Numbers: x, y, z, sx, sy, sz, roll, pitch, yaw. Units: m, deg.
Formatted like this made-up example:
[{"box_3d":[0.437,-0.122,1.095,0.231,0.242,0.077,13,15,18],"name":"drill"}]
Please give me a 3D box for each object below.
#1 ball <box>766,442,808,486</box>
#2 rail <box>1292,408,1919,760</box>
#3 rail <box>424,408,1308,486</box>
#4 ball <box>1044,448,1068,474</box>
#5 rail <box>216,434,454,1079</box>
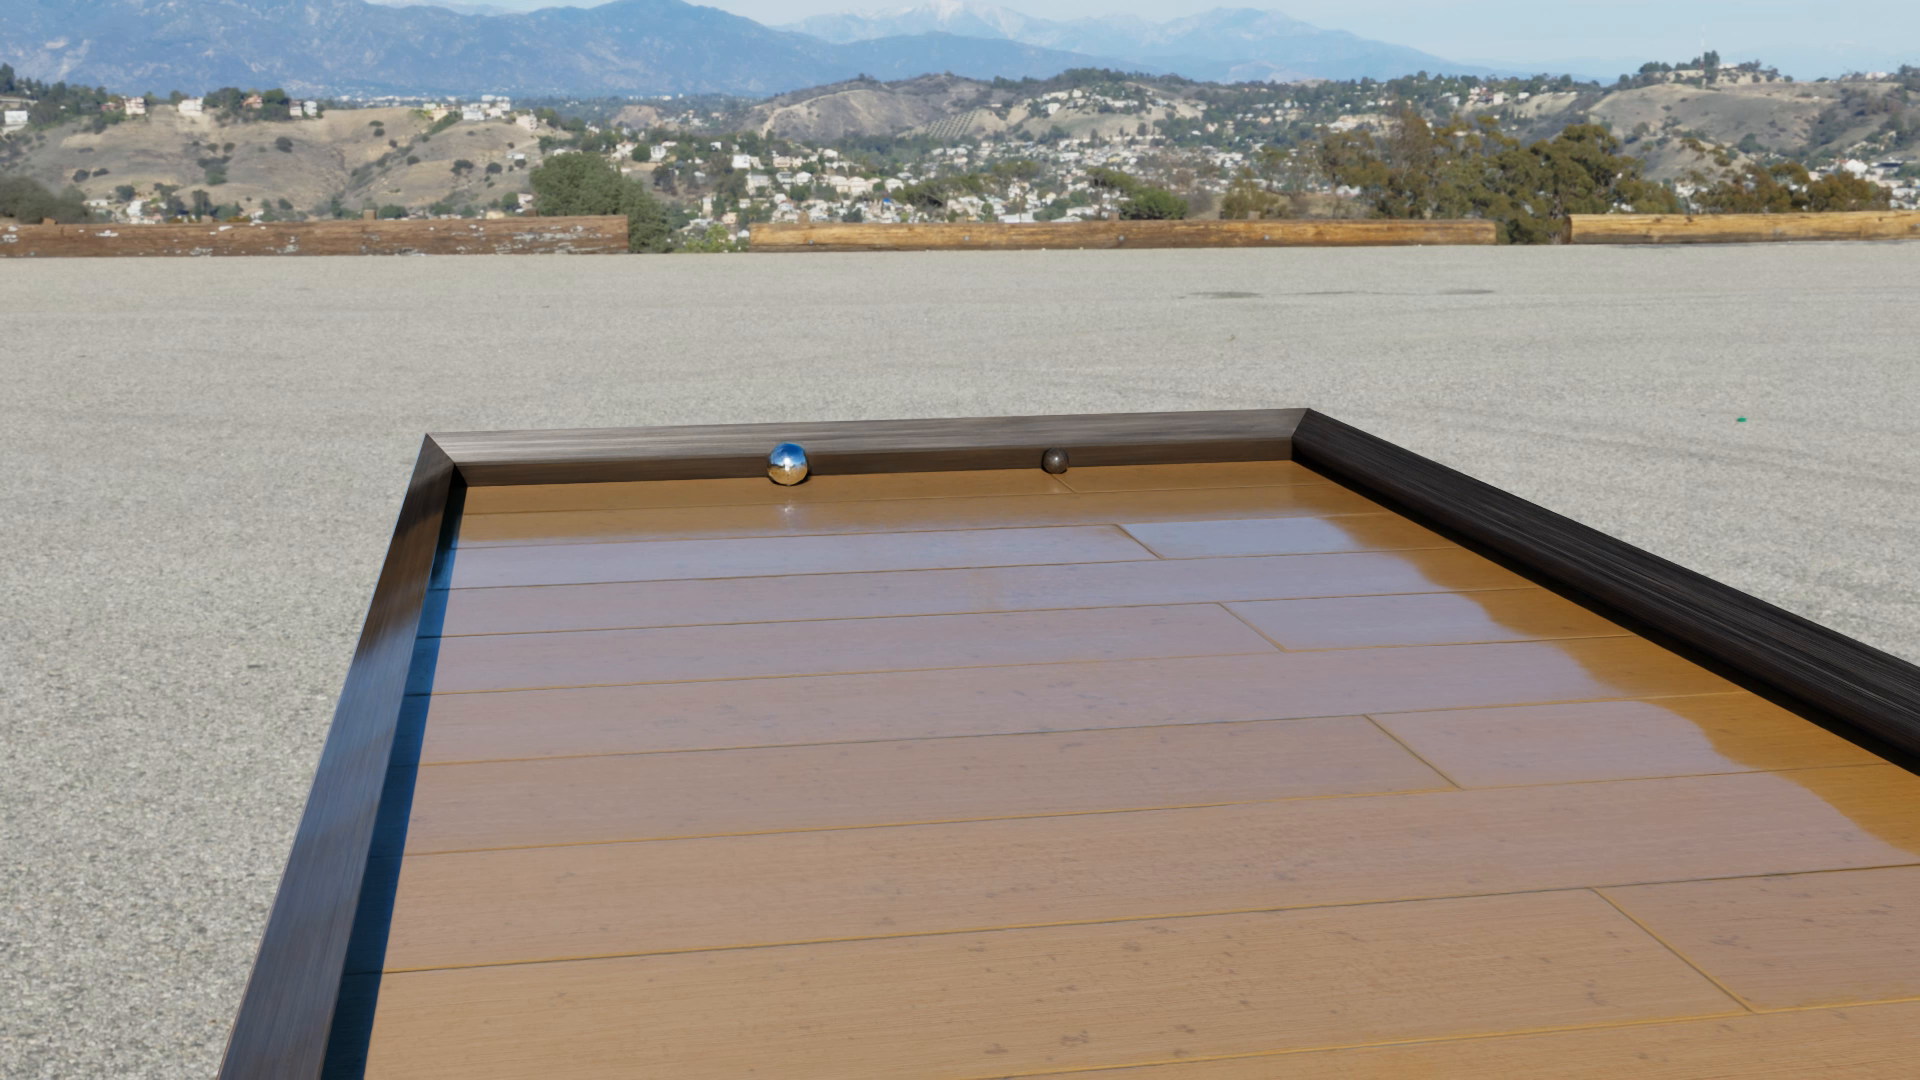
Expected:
[{"box_3d":[-0.275,-0.121,3.506,0.068,0.068,0.068,0,12,0],"name":"ball"},{"box_3d":[0.821,0.094,2.423,0.045,0.088,2.732,-2,12,-10],"name":"rail"},{"box_3d":[-0.122,-0.149,3.587,1.463,0.088,0.045,-2,12,-10],"name":"rail"},{"box_3d":[0.158,-0.130,3.611,0.042,0.042,0.042,0,12,0],"name":"ball"},{"box_3d":[-0.570,0.147,2.167,0.045,0.088,2.732,-2,12,-10],"name":"rail"}]
